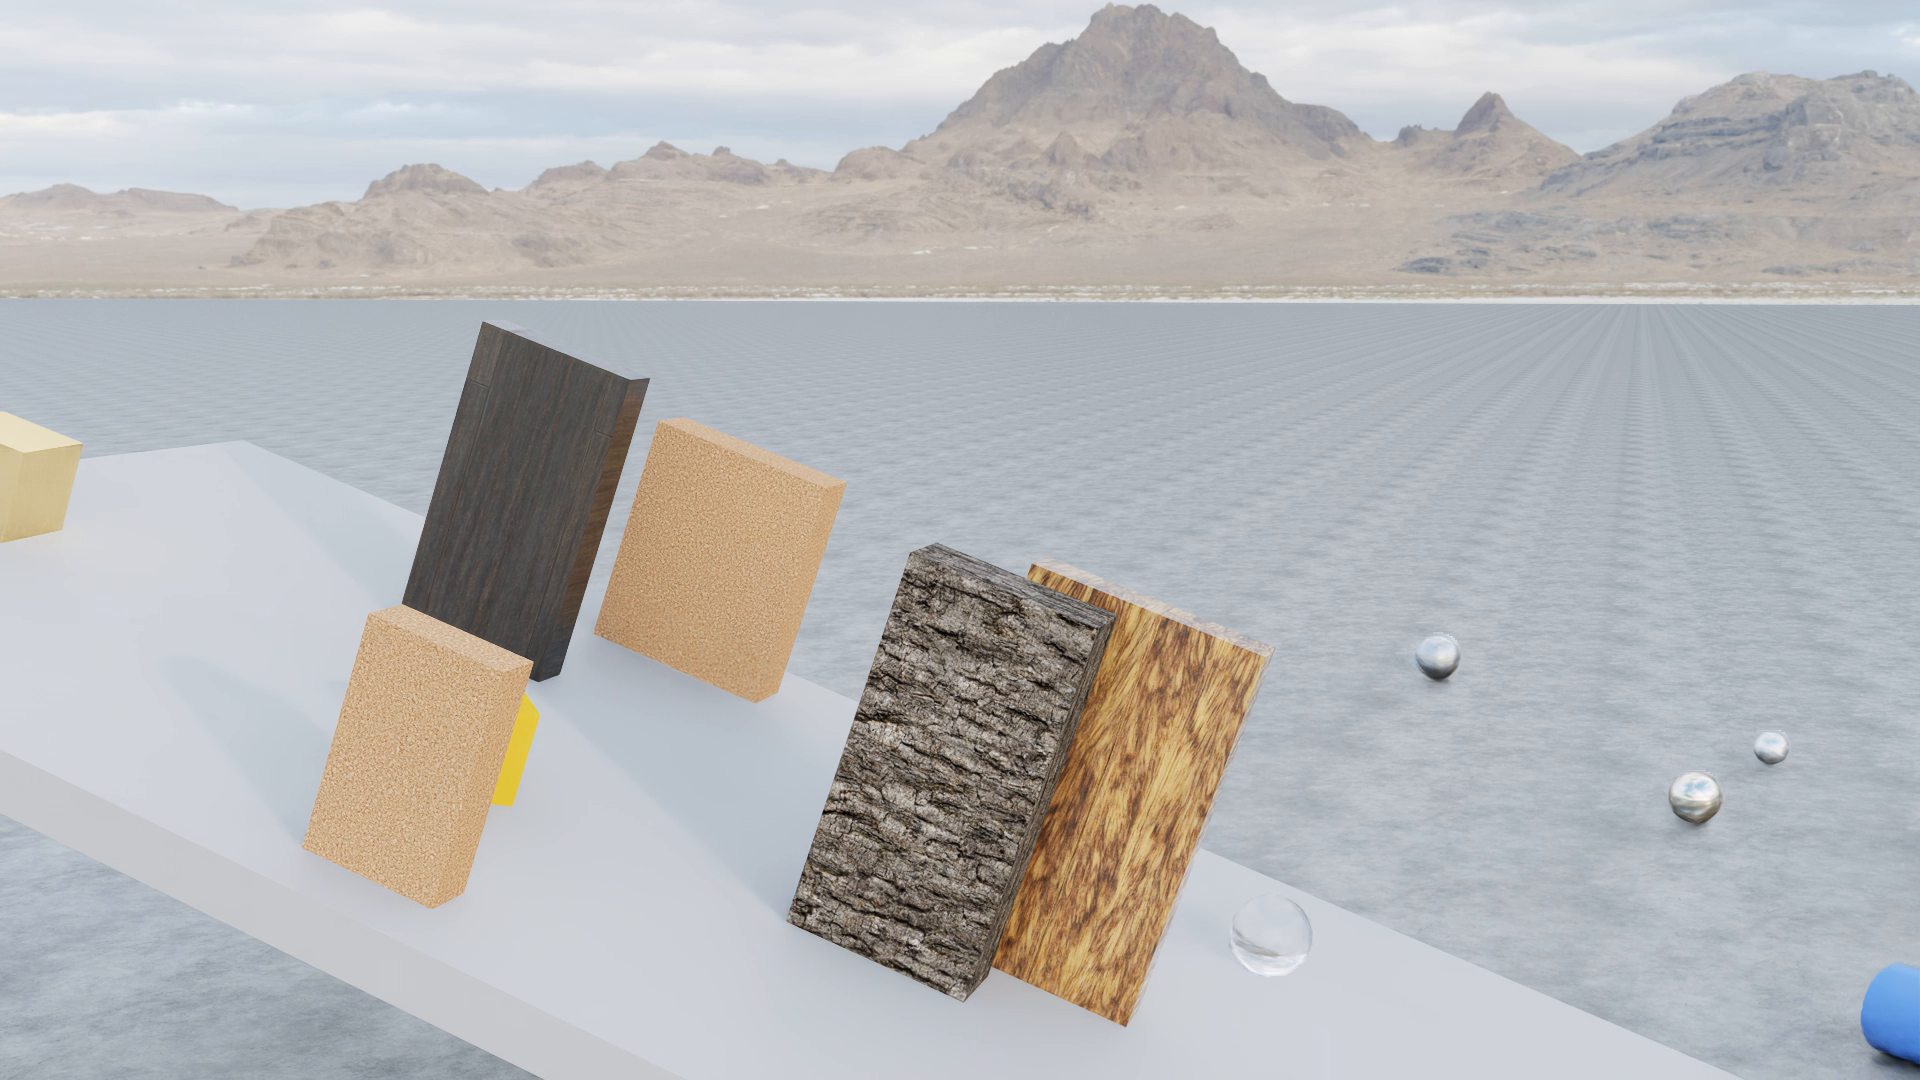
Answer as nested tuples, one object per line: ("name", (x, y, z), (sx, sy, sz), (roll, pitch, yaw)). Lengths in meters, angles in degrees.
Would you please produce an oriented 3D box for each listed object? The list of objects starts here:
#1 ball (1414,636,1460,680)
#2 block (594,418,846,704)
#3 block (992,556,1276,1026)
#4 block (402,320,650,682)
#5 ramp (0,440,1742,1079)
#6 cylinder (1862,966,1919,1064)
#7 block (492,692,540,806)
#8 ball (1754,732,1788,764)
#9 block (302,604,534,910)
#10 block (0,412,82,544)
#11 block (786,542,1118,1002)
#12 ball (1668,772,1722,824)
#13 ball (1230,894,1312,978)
("ball", (2.189, 0.538, 10.080), (0.204, 0.204, 0.204), (0, 7, 0))
("block", (-0.549, 0.042, 5.008), (0.423, 0.521, 0.138), (22, 12, 14))
("block", (0.225, 0.446, 3.924), (0.439, 0.718, 0.105), (22, 12, 14))
("block", (-0.922, -0.083, 4.628), (0.353, 0.675, 0.096), (22, 12, 14))
("ramp", (-0.340, 0.629, 4.215), (4.000, 0.100, 2.000), (22, 12, 14))
("cylinder", (2.267, 1.125, 5.149), (0.208, 0.208, 0.208), (-4, 9, -31))
("block", (-0.890, 0.348, 3.952), (0.181, 0.181, 0.181), (11, 14, -31))
("ball", (3.073, 0.788, 8.329), (0.124, 0.124, 0.124), (0, 7, 0))
("block", (-0.860, 0.341, 3.484), (0.245, 0.408, 0.099), (22, 12, 14))
("block", (-1.938, -0.130, 4.452), (0.192, 0.192, 0.192), (21, 12, 9))
("block", (-0.017, 0.399, 3.809), (0.346, 0.700, 0.147), (22, 12, 14))
("ball", (2.488, 0.871, 7.438), (0.172, 0.172, 0.172), (0, 7, 0))
("ball", (0.616, 0.783, 4.354), (0.162, 0.162, 0.162), (0, 7, 0))
